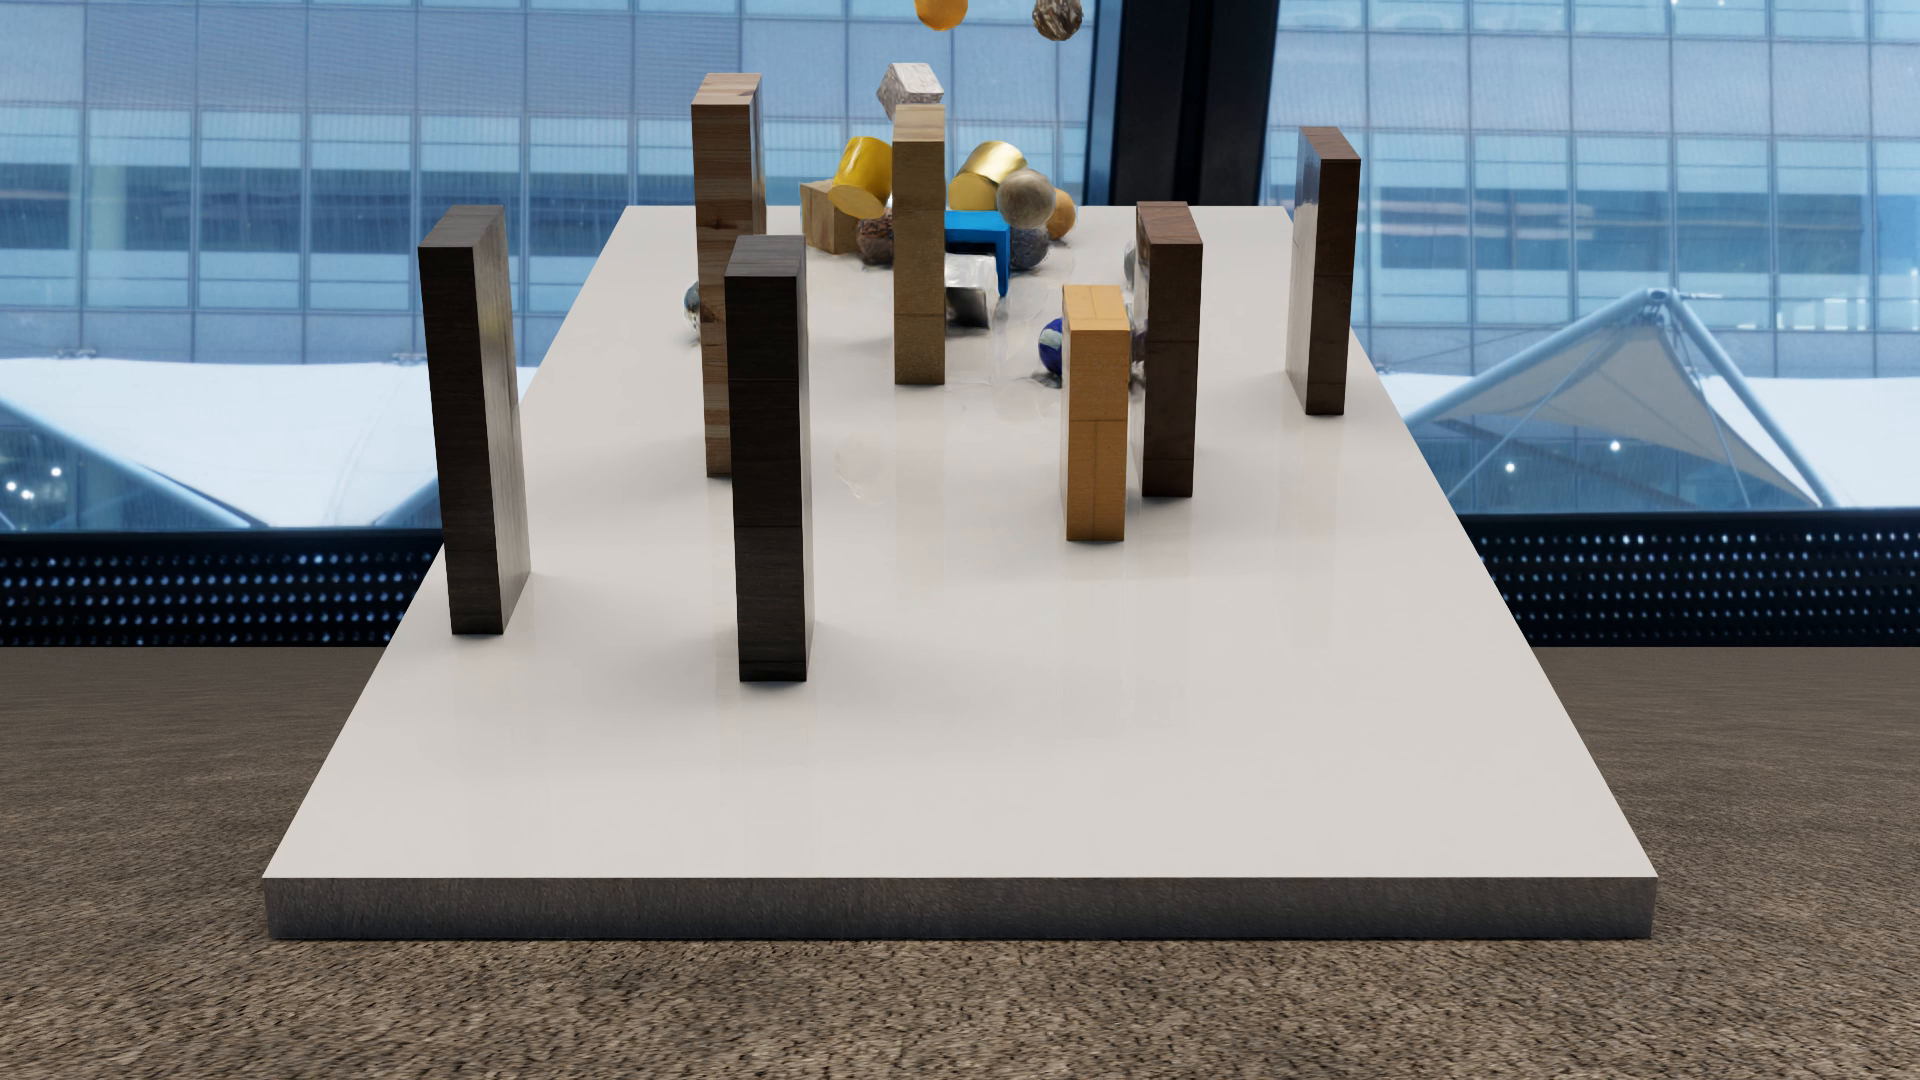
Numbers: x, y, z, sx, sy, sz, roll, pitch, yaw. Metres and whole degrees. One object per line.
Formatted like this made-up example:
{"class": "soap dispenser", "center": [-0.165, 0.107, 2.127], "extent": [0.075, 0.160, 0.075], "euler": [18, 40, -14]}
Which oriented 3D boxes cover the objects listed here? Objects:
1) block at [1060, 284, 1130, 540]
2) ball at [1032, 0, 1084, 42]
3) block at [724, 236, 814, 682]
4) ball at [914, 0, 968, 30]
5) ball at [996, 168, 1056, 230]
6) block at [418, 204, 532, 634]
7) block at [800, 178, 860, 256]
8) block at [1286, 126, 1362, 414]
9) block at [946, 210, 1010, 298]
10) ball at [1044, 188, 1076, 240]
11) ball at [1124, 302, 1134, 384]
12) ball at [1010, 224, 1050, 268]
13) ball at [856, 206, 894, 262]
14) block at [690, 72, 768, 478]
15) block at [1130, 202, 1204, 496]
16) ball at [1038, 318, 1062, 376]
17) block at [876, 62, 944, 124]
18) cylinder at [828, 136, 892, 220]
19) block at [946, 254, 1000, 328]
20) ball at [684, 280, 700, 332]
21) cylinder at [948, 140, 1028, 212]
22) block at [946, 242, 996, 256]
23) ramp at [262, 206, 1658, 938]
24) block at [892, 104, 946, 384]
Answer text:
{"class": "block", "center": [0.264, -0.255, 4.545], "extent": [0.113, 0.428, 0.312], "euler": [0, 22, 0]}
{"class": "ball", "center": [0.289, -1.551, 6.787], "extent": [0.150, 0.150, 0.150], "euler": [0, -3, 0]}
{"class": "block", "center": [-0.316, -0.137, 3.876], "extent": [0.114, 0.707, 0.258], "euler": [0, 22, 0]}
{"class": "ball", "center": [-0.053, -1.547, 6.622], "extent": [0.155, 0.155, 0.155], "euler": [0, -3, 0]}
{"class": "ball", "center": [0.170, -0.875, 5.897], "extent": [0.154, 0.154, 0.154], "euler": [0, -3, 0]}
{"class": "block", "center": [-0.854, -0.214, 4.069], "extent": [0.091, 0.703, 0.292], "euler": [0, 22, 0]}
{"class": "block", "center": [-0.333, -0.924, 6.537], "extent": [0.171, 0.171, 0.171], "euler": [-15, 26, -33]}
{"class": "block", "center": [0.823, -0.617, 5.232], "extent": [0.087, 0.584, 0.338], "euler": [0, 22, 0]}
{"class": "block", "center": [0.038, -0.764, 6.122], "extent": [0.181, 0.181, 0.181], "euler": [2, 23, 3]}
{"class": "ball", "center": [0.261, -0.939, 6.608], "extent": [0.149, 0.149, 0.149], "euler": [0, -3, 0]}
{"class": "ball", "center": [0.422, -0.459, 5.360], "extent": [0.195, 0.195, 0.195], "euler": [0, -3, 0]}
{"class": "ball", "center": [0.172, -0.824, 6.317], "extent": [0.151, 0.151, 0.151], "euler": [0, -3, 0]}
{"class": "ball", "center": [-0.213, -0.848, 6.372], "extent": [0.153, 0.153, 0.153], "euler": [0, -3, 0]}
{"class": "block", "center": [-0.472, -0.555, 4.811], "extent": [0.115, 0.781, 0.330], "euler": [0, 22, 0]}
{"class": "block", "center": [0.424, -0.400, 4.764], "extent": [0.104, 0.531, 0.347], "euler": [0, 22, 0]}
{"class": "ball", "center": [0.254, -0.455, 5.420], "extent": [0.142, 0.142, 0.142], "euler": [0, -3, 0]}
{"class": "block", "center": [-0.142, -1.265, 6.498], "extent": [0.122, 0.122, 0.122], "euler": [-8, -33, -33]}
{"class": "cylinder", "center": [-0.233, -0.894, 5.673], "extent": [0.146, 0.146, 0.146], "euler": [16, -22, 7]}
{"class": "block", "center": [0.018, -0.631, 5.814], "extent": [0.129, 0.129, 0.129], "euler": [5, -44, 12]}
{"class": "ball", "center": [-0.615, -0.581, 5.719], "extent": [0.148, 0.148, 0.148], "euler": [0, -3, 0]}
{"class": "cylinder", "center": [0.079, -0.985, 6.367], "extent": [0.178, 0.178, 0.178], "euler": [-1, 37, 27]}
{"class": "block", "center": [0.015, -0.684, 5.975], "extent": [0.147, 0.147, 0.147], "euler": [2, 22, 4]}
{"class": "ramp", "center": [-0.007, -0.221, 5.162], "extent": [2.000, 0.100, 4.000], "euler": [0, 22, 0]}
{"class": "block", "center": [-0.095, -0.710, 5.473], "extent": [0.118, 0.574, 0.424], "euler": [0, 22, 0]}
